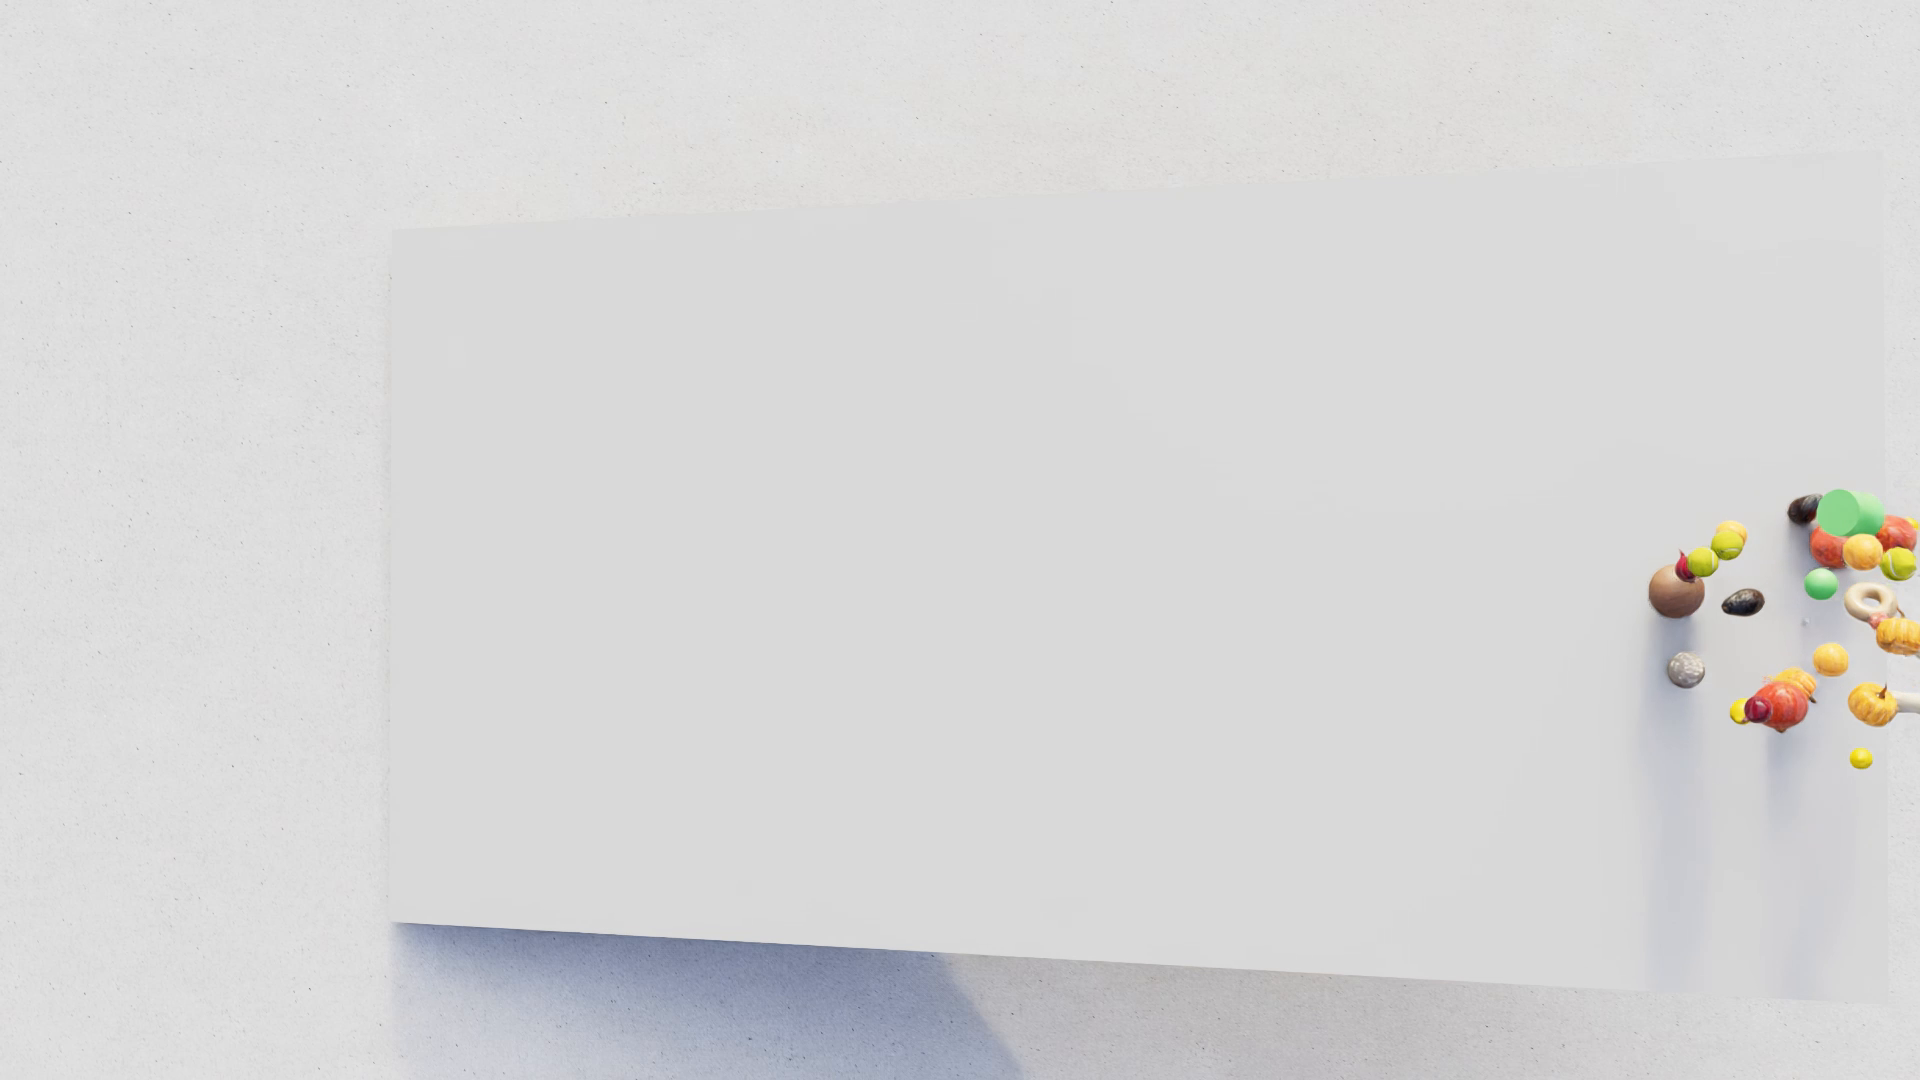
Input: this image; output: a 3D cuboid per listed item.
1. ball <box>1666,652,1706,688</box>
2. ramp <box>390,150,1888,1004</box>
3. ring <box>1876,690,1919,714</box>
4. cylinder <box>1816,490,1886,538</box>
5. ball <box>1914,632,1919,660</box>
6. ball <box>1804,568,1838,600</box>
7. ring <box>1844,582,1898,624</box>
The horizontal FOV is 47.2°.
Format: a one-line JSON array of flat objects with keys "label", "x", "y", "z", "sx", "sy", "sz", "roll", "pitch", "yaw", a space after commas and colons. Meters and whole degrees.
[{"label": "ball", "x": 1.718, "y": 0.308, "z": 5.203, "sx": 0.086, "sy": 0.086, "sz": 0.086, "roll": 0, "pitch": 89, "yaw": 0}, {"label": "ramp", "x": 0.275, "y": 0.093, "z": 5.797, "sx": 4.000, "sy": 0.100, "sz": 2.000, "roll": 0, "pitch": 89, "yaw": 18}, {"label": "ring", "x": 1.992, "y": 0.342, "z": 4.626, "sx": 0.122, "sy": 0.122, "sz": 0.041, "roll": 6, "pitch": 87, "yaw": 0}, {"label": "cylinder", "x": 1.876, "y": -0.054, "z": 4.629, "sx": 0.098, "sy": 0.098, "sz": 0.098, "roll": 5, "pitch": 89, "yaw": -37}, {"label": "ball", "x": 2.073, "y": 0.226, "z": 4.654, "sx": 0.100, "sy": 0.100, "sz": 0.100, "roll": 0, "pitch": 89, "yaw": 0}, {"label": "ball", "x": 1.718, "y": 0.089, "z": 4.388, "sx": 0.063, "sy": 0.063, "sz": 0.063, "roll": 0, "pitch": 89, "yaw": 0}, {"label": "ring", "x": 2.046, "y": 0.140, "z": 4.939, "sx": 0.115, "sy": 0.038, "sz": 0.115, "roll": -5, "pitch": 44, "yaw": 5}]
